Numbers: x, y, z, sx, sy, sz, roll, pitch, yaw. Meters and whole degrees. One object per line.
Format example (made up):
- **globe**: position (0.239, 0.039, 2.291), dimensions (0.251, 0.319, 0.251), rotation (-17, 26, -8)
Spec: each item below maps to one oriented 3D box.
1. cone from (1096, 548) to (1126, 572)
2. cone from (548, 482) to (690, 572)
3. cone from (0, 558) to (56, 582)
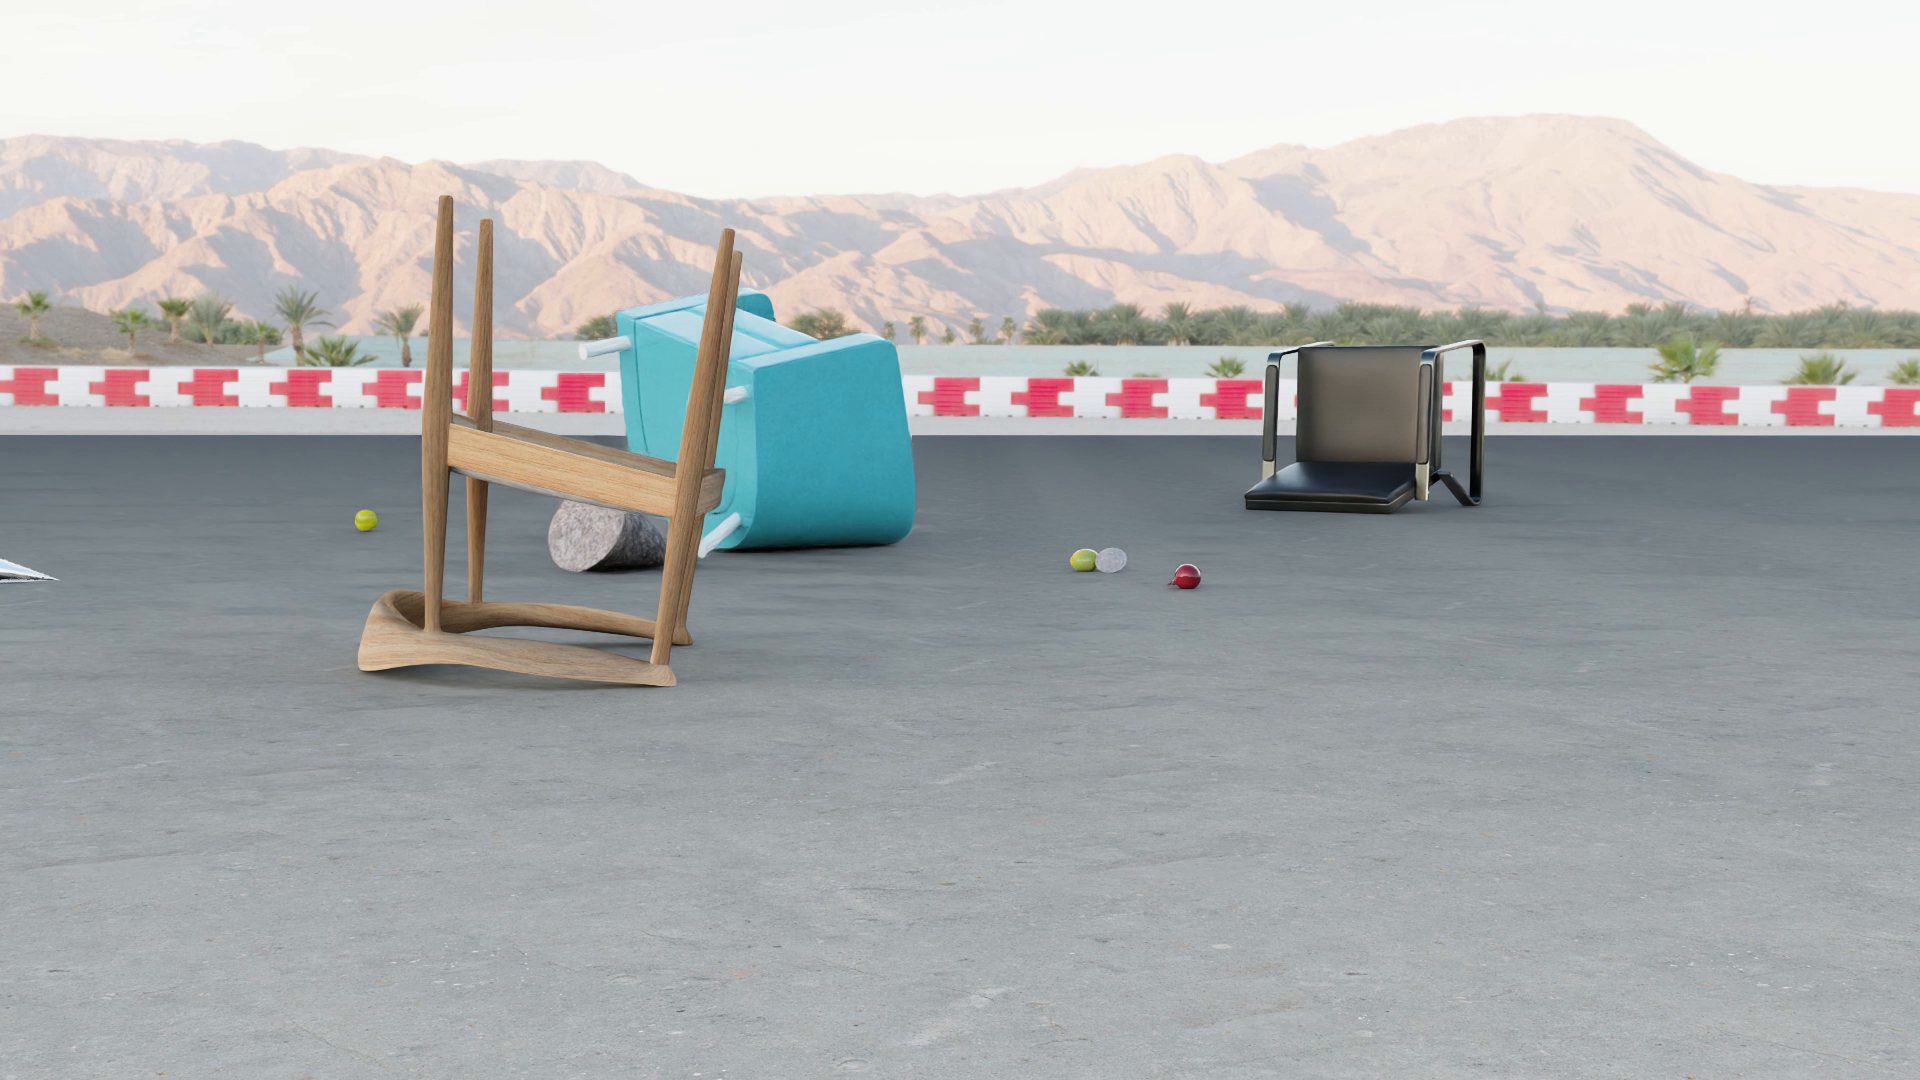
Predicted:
- **cone**: position (0.379, 0.063, 5.415), dimensions (0.080, 0.067, 0.063), rotation (-5, -26, 16)
- **cone**: position (-0.808, 0.014, 5.539), dimensions (0.300, 0.229, 0.341), rotation (-5, -19, 43)
- **cone**: position (-2.217, 0.075, 5.119), dimensions (0.228, 0.095, 0.193), rotation (12, -4, -33)
